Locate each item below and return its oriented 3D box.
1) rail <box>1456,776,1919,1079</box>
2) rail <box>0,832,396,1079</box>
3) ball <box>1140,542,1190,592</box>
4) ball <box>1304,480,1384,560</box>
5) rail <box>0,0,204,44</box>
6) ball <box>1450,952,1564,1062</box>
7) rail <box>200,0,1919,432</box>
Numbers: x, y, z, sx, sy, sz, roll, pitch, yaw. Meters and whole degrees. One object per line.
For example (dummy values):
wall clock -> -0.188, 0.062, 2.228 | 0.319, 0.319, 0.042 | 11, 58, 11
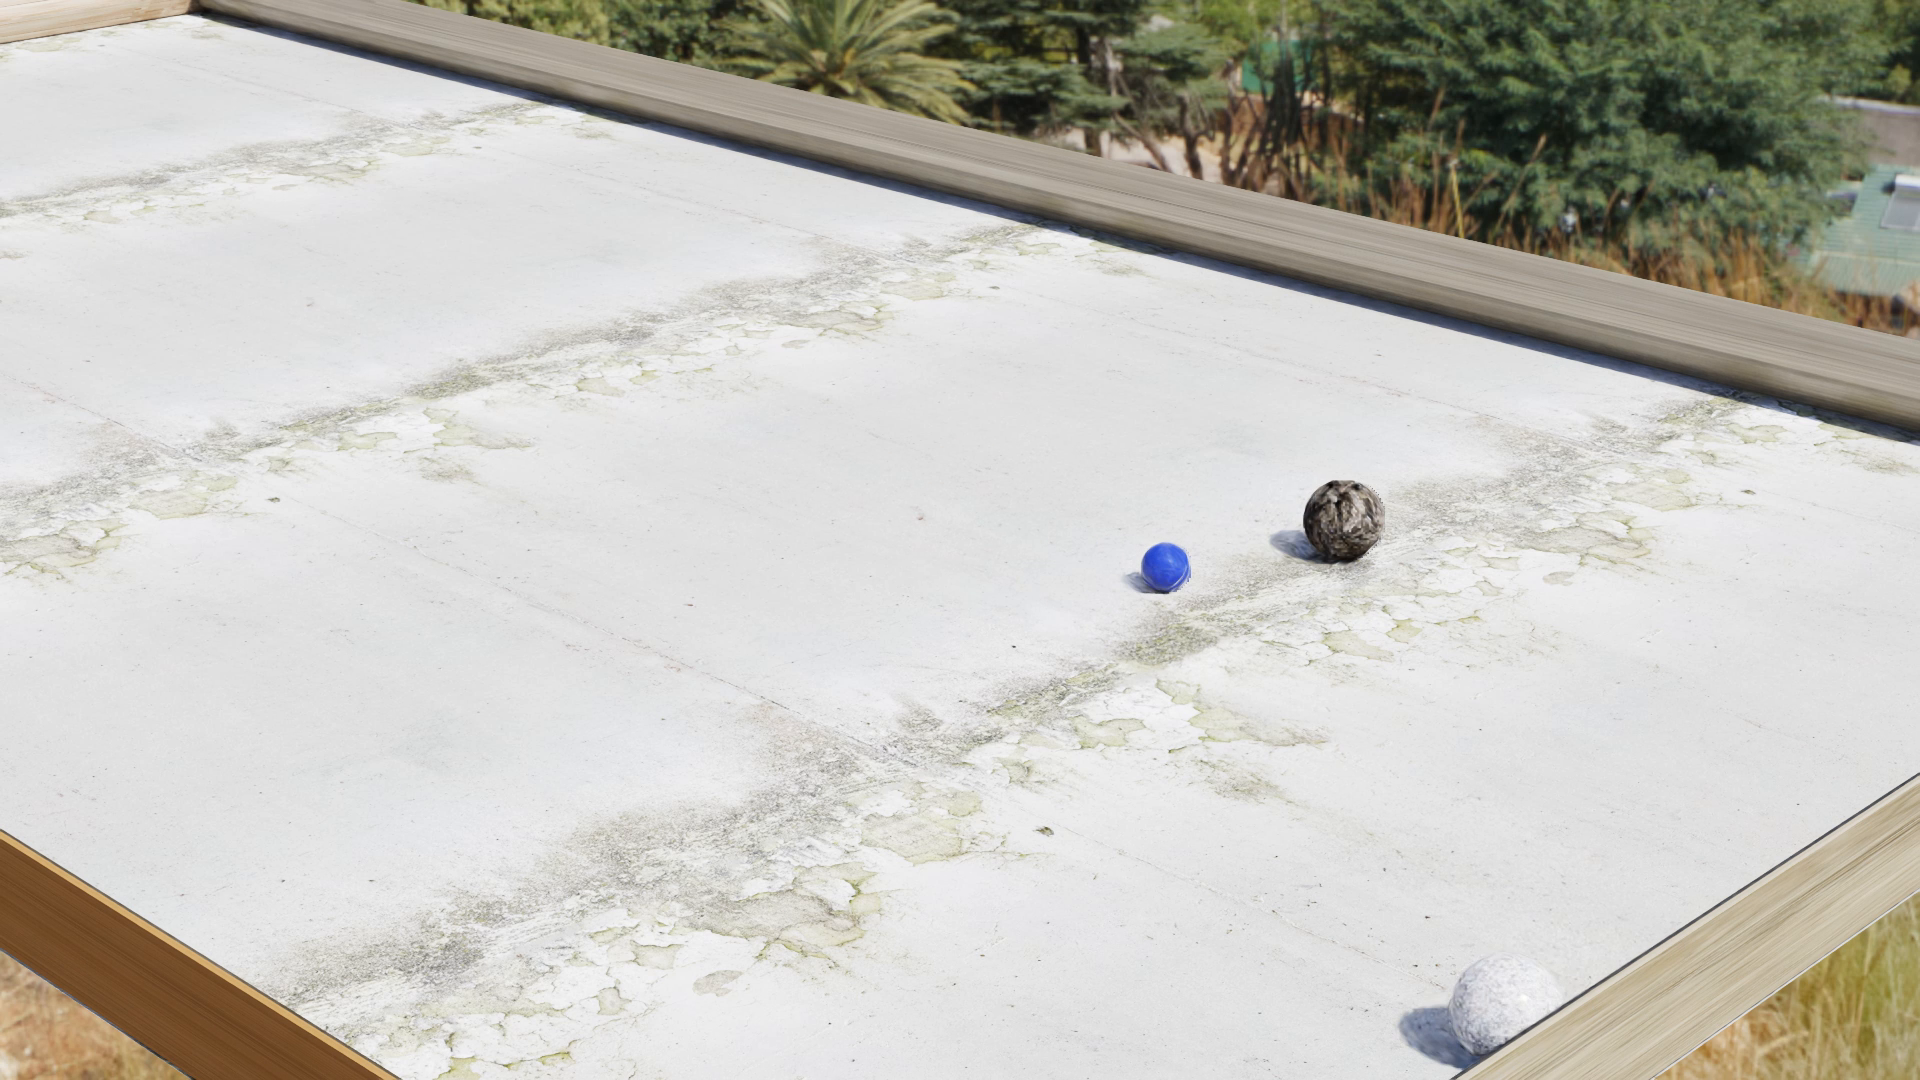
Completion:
rail -> 0.636, 0.206, 2.050 | 0.045, 0.094, 1.903 | 19, 28, 40
rail -> -1.299, -0.006, 2.595 | 3.638, 0.094, 0.045 | 19, 28, 40
ball -> 0.181, 0.024, 2.591 | 0.044, 0.044, 0.044 | 0, 21, 0
ball -> 0.347, -0.019, 2.660 | 0.072, 0.072, 0.072 | 0, 21, 0
rail -> -1.941, -0.700, 4.381 | 0.045, 0.094, 1.903 | 19, 28, 40
ball -> 0.344, 0.296, 1.852 | 0.071, 0.071, 0.071 | 0, 21, 0
rail -> -0.007, -0.488, 3.836 | 3.638, 0.094, 0.045 | 19, 28, 40
